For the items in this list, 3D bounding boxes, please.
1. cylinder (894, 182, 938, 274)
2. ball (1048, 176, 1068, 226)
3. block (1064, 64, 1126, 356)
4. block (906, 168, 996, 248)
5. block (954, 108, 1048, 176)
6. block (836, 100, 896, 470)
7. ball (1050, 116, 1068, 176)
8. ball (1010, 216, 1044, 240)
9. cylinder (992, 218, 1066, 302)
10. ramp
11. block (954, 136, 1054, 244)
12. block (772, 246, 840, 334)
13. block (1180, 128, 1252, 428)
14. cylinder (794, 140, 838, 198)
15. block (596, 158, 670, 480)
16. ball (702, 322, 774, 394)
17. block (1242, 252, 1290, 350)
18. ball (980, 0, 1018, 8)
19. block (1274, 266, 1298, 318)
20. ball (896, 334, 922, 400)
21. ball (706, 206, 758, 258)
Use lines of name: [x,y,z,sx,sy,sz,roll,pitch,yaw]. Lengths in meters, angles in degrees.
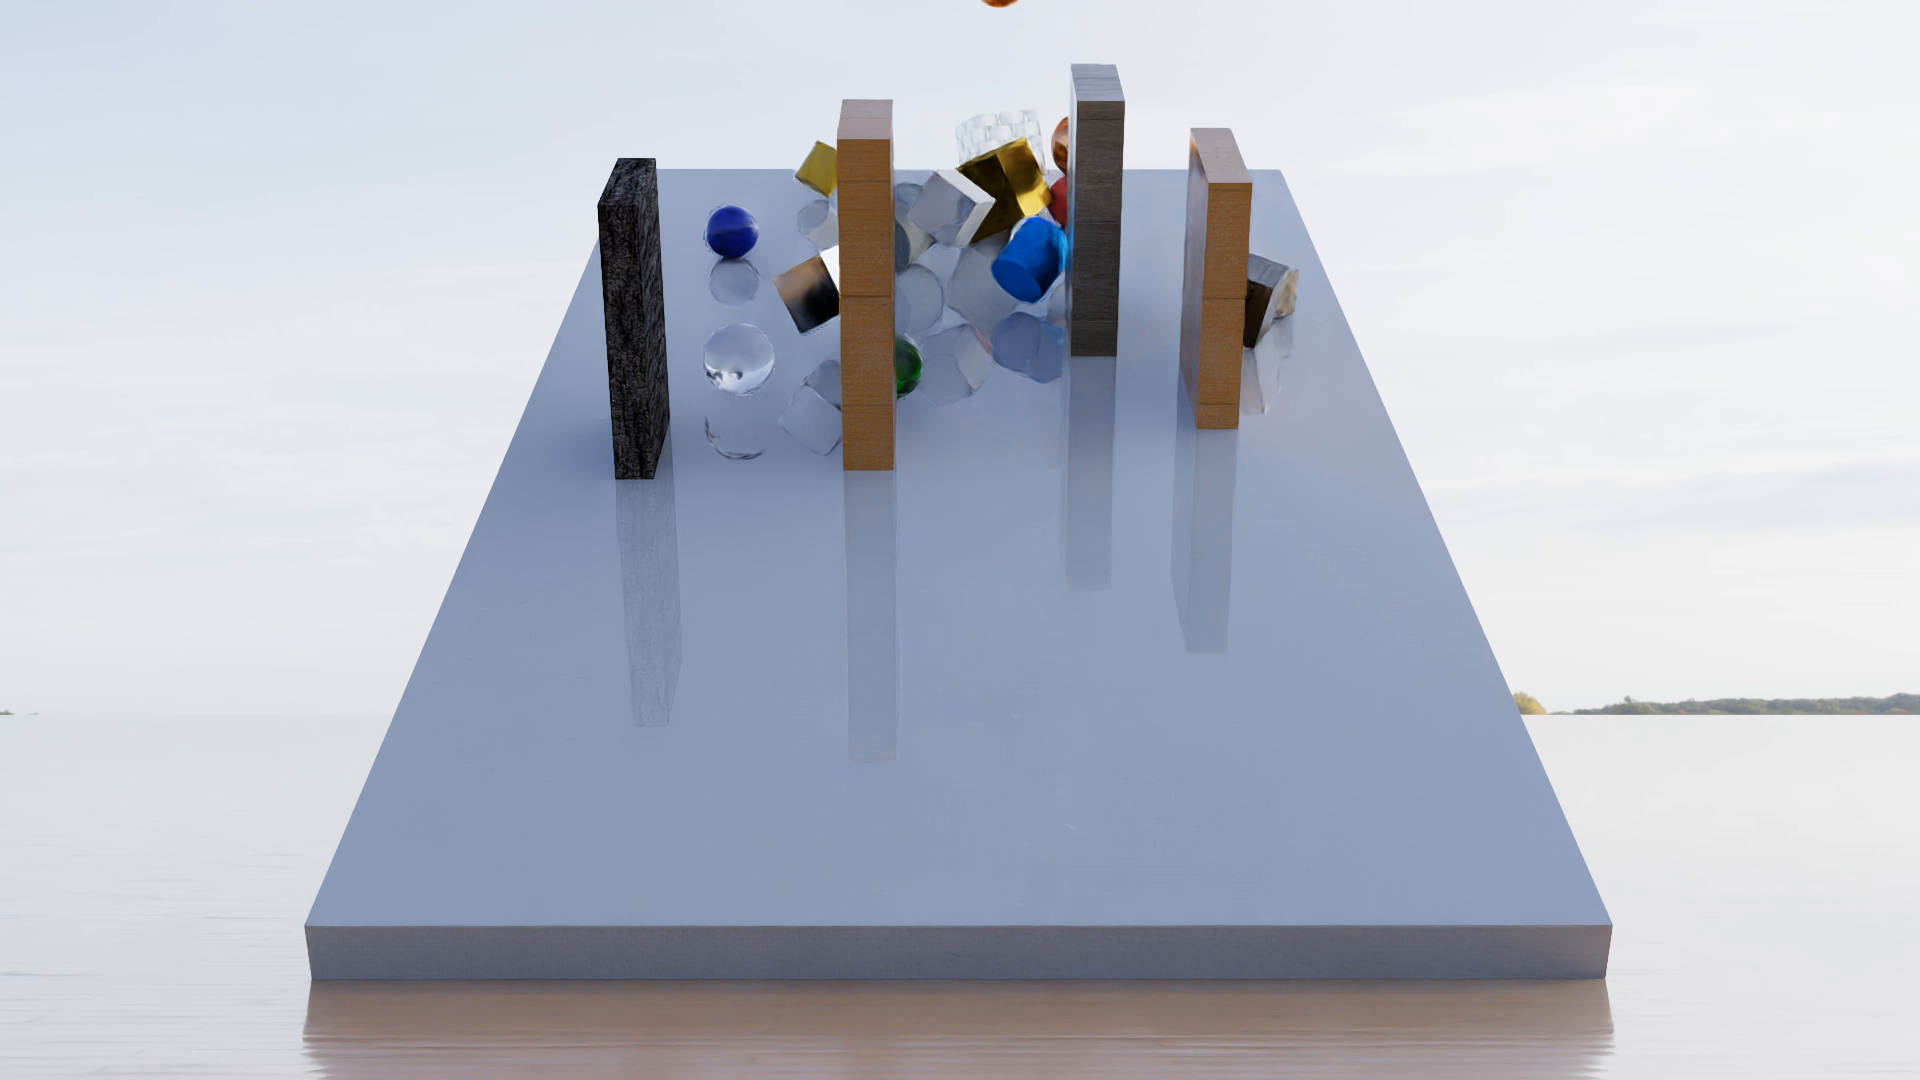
cylinder: [-0.172,-0.836,6.321,0.192,0.192,0.192,-3,27,33]
ball: [0.319,-0.962,6.663,0.147,0.147,0.147,0,-4,0]
block: [0.328,-0.813,5.783,0.113,0.638,0.345,0,26,0]
block: [-0.023,-0.864,6.119,0.142,0.142,0.142,38,22,10]
block: [0.119,-1.146,6.918,0.193,0.193,0.193,-9,1,-19]
block: [-0.200,-0.555,5.118,0.110,0.742,0.313,0,26,0]
ball: [0.349,-1.101,6.563,0.192,0.192,0.192,0,-4,0]
ball: [0.191,-0.802,6.225,0.114,0.114,0.114,0,-4,0]
cylinder: [0.188,-0.720,6.048,0.155,0.155,0.155,31,-24,15]
ramp: [-0.009,-0.229,5.415,2.000,0.100,4.000,0,26,0]
block: [0.102,-0.975,6.547,0.199,0.199,0.199,-18,14,32]
block: [-0.333,-0.617,5.740,0.151,0.151,0.151,-24,7,29]
block: [0.586,-0.609,5.425,0.095,0.579,0.439,0,26,0]
cylinder: [-0.401,-1.086,6.881,0.120,0.120,0.120,32,-3,2]
block: [-0.706,-0.483,5.111,0.083,0.617,0.340,0,26,0]
ball: [-0.520,-0.425,5.511,0.169,0.169,0.169,0,-4,0]
block: [0.698,-0.607,5.855,0.169,0.169,0.169,22,31,12]
ball: [0.119,-1.694,7.057,0.185,0.185,0.185,0,-4,0]
block: [0.781,-0.644,6.025,0.116,0.116,0.116,-17,30,-41]
ball: [-0.167,-0.406,5.483,0.159,0.159,0.159,0,-4,0]
ball: [-0.622,-0.840,6.406,0.144,0.144,0.144,0,-4,0]
